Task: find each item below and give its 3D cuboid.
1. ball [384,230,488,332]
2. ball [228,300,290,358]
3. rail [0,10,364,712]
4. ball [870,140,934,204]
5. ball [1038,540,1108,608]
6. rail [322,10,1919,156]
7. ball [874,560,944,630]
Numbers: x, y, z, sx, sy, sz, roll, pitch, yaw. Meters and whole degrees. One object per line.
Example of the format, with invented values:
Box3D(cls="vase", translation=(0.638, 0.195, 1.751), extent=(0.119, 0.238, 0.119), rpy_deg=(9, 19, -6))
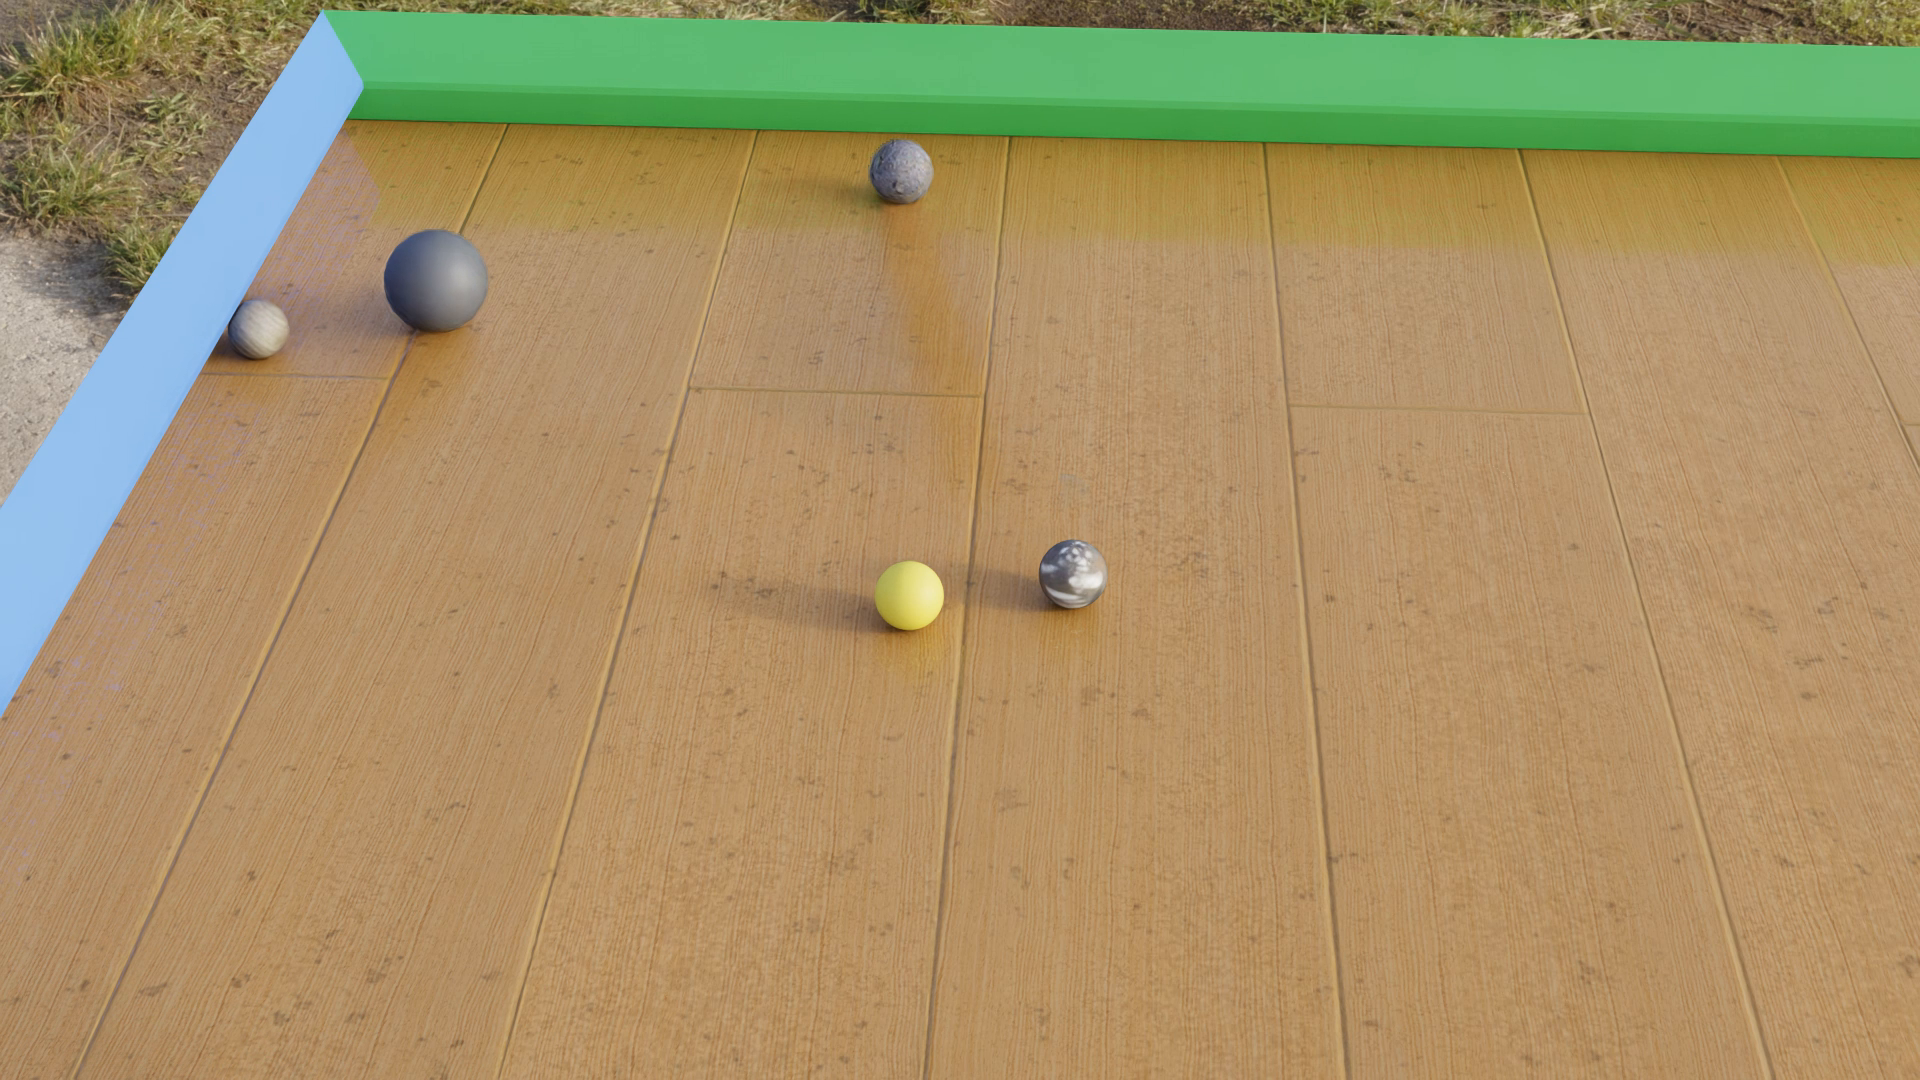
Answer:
Box3D(cls="ball", translation=(-0.451, -0.222, 2.210), extent=(0.088, 0.088, 0.088), rpy_deg=(0, 35, 0))
Box3D(cls="ball", translation=(-0.596, -0.179, 2.180), extent=(0.051, 0.051, 0.051), rpy_deg=(0, 35, 0))
Box3D(cls="rail", translation=(-0.644, -0.044, 1.929), extent=(0.045, 0.114, 1.493), rpy_deg=(2, 35, 3))
Box3D(cls="ball", translation=(-0.055, -0.346, 2.410), extent=(0.060, 0.060, 0.060), rpy_deg=(0, 35, 0))
Box3D(cls="ball", translation=(0.083, 0.025, 1.887), extent=(0.051, 0.051, 0.051), rpy_deg=(0, 35, 0))
Box3D(cls="rail", translation=(0.708, -0.415, 2.460), extent=(2.675, 0.114, 0.045), rpy_deg=(2, 35, 3))
Box3D(cls="ball", translation=(-0.037, 0.040, 1.866), extent=(0.051, 0.051, 0.051), rpy_deg=(0, 35, 0))
